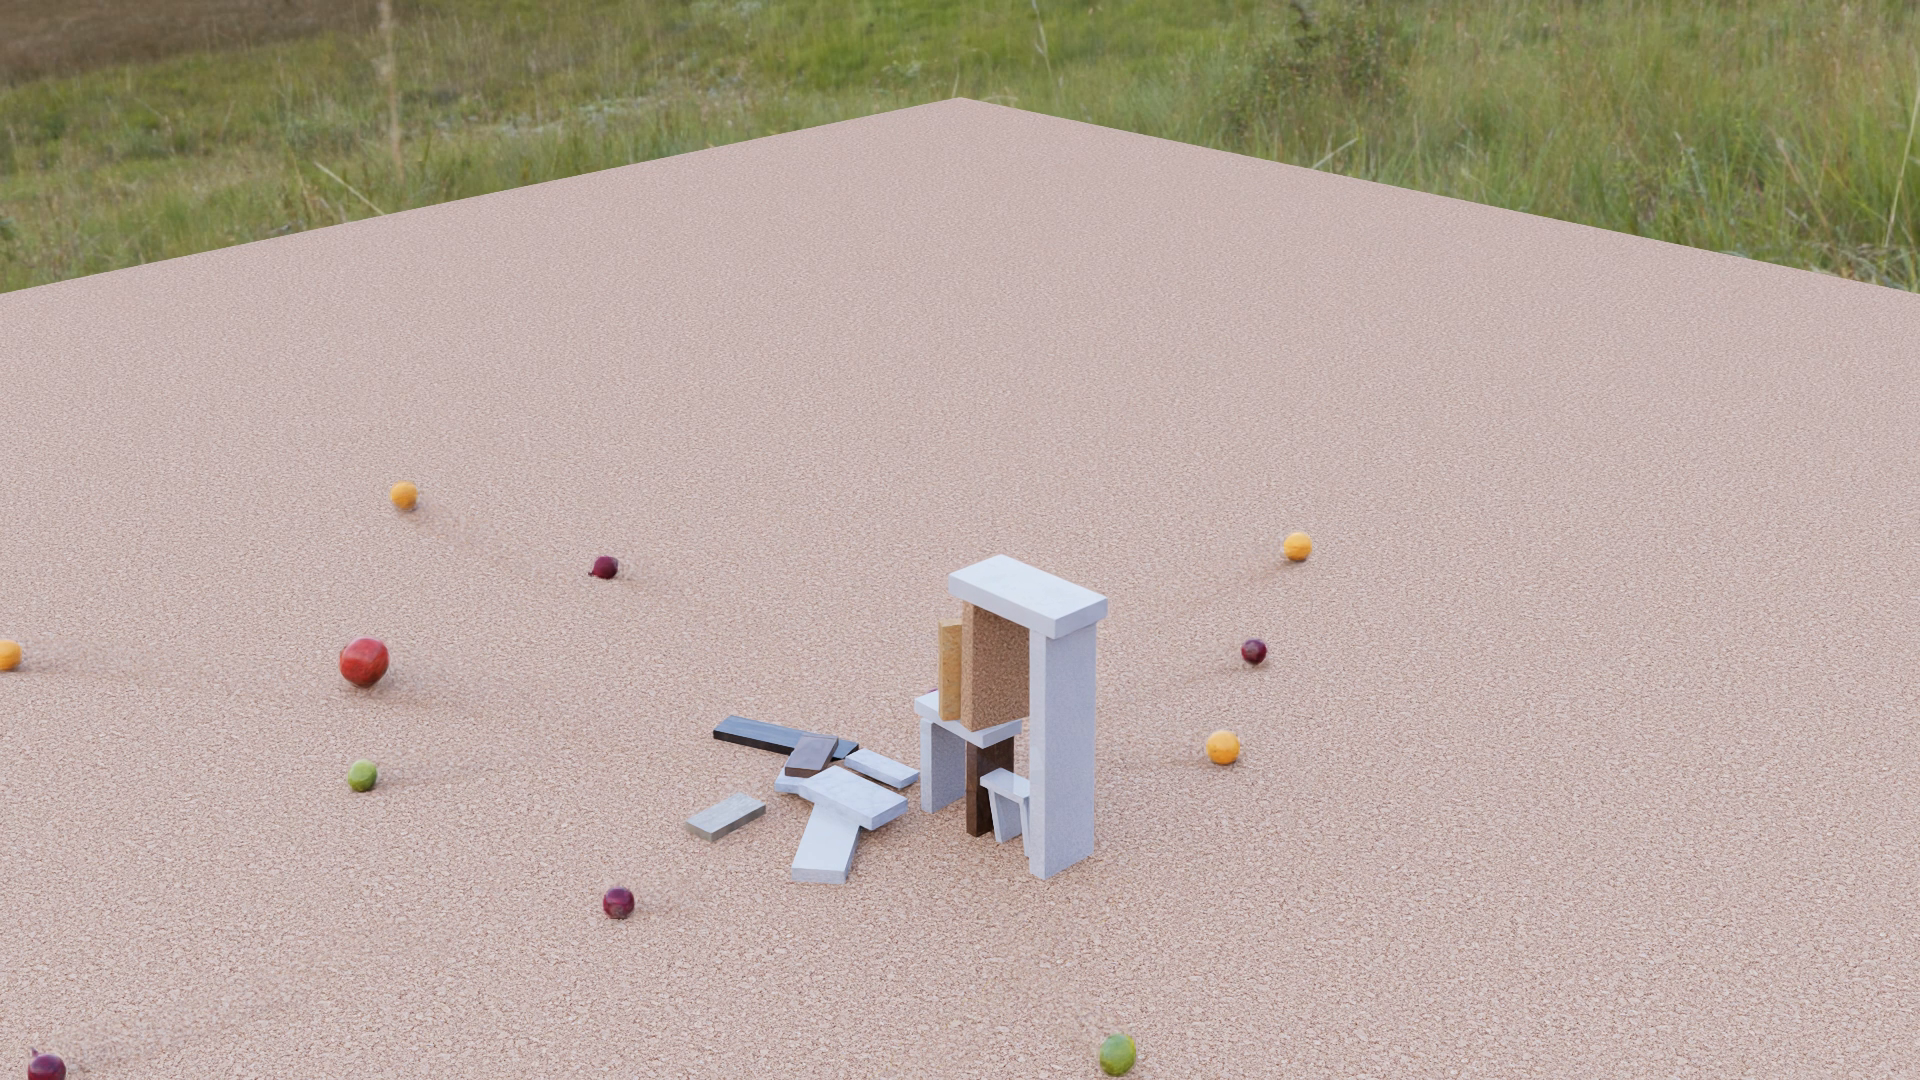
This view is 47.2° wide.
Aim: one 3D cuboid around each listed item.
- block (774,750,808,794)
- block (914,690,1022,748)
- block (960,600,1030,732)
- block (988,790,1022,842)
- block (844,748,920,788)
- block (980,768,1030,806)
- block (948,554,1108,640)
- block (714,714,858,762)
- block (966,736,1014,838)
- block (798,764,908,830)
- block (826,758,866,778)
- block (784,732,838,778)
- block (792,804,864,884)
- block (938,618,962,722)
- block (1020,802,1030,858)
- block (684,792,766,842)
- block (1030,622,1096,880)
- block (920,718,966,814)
[{"bbox_3d":[-0.330,0.481,4.551,0.071,0.020,0.141,5,23,11],"label":"block"},{"bbox_3d":[0.015,0.349,4.372,0.103,0.029,0.206,-19,29,-37],"label":"block"},{"bbox_3d":[0.074,0.225,4.267,0.141,0.282,0.040,-13,28,-28],"label":"block"},{"bbox_3d":[0.090,0.533,4.353,0.058,0.117,0.017,-20,17,-39],"label":"block"},{"bbox_3d":[-0.163,0.476,4.581,0.141,0.020,0.071,20,20,27],"label":"block"},{"bbox_3d":[0.101,0.482,4.302,0.117,0.017,0.058,21,31,41],"label":"block"},{"bbox_3d":[0.126,0.104,4.138,0.141,0.040,0.282,-20,30,-39],"label":"block"},{"bbox_3d":[-0.374,0.431,4.718,0.313,0.022,0.076,10,25,22],"label":"block"},{"bbox_3d":[0.060,0.479,4.369,0.103,0.206,0.029,-20,30,-39],"label":"block"},{"bbox_3d":[-0.215,0.518,4.428,0.206,0.029,0.103,20,30,38],"label":"block"},{"bbox_3d":[-0.277,0.492,4.577,0.141,0.020,0.071,-11,25,-24],"label":"block"},{"bbox_3d":[-0.308,0.449,4.574,0.076,0.022,0.152,4,23,10],"label":"block"},{"bbox_3d":[-0.255,0.589,4.336,0.103,0.029,0.280,3,23,7],"label":"block"},{"bbox_3d":[0.011,0.251,4.303,0.103,0.206,0.029,-7,24,-15],"label":"block"},{"bbox_3d":[0.147,0.556,4.300,0.058,0.117,0.017,-21,22,-41],"label":"block"},{"bbox_3d":[-0.471,0.557,4.420,0.076,0.022,0.152,18,29,37],"label":"block"},{"bbox_3d":[0.195,0.389,4.181,0.040,0.517,0.141,20,30,41],"label":"block"},{"bbox_3d":[-0.034,0.441,4.457,0.029,0.206,0.103,19,30,38],"label":"block"}]
